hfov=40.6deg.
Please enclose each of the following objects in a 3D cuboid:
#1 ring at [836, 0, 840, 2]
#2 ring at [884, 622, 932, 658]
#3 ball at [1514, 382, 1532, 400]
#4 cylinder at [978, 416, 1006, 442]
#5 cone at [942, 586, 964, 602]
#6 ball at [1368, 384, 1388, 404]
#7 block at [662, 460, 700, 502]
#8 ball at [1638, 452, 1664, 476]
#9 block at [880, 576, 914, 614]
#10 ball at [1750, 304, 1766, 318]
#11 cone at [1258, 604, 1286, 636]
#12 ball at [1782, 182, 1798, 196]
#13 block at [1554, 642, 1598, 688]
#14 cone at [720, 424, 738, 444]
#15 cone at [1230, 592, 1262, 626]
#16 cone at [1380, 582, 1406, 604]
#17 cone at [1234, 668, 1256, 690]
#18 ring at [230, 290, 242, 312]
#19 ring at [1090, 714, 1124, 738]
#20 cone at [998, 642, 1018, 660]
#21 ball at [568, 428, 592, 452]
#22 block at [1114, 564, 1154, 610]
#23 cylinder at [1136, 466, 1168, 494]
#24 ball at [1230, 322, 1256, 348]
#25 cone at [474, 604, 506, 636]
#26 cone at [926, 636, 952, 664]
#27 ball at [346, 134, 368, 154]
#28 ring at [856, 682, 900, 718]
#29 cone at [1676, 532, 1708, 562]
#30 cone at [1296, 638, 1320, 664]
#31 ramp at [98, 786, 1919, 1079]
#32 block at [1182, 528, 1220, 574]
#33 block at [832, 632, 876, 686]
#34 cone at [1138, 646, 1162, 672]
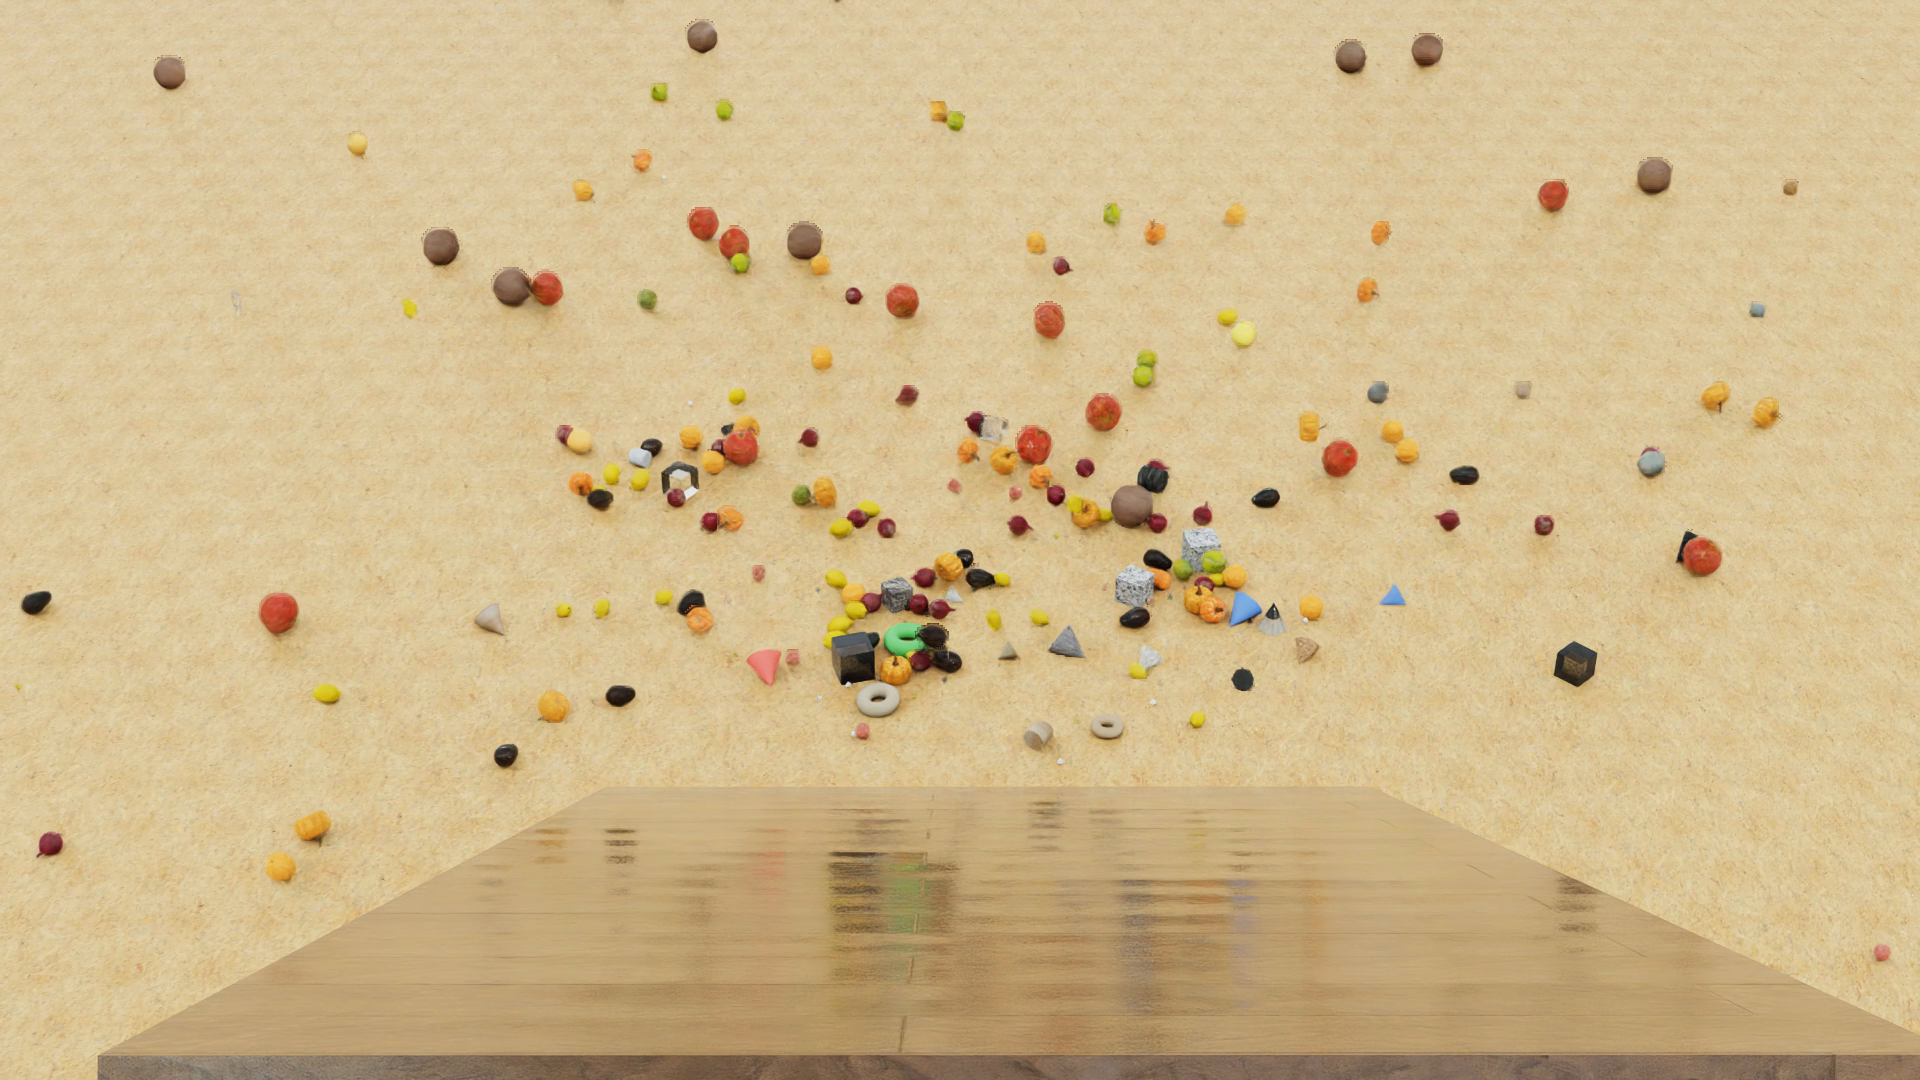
[{"bbox_3d":[-0.555,-2.418,11.431,0.034,0.103,0.103,-28,38,-2],"label":"ring"},{"bbox_3d":[-0.150,0.286,7.426,0.140,0.047,0.140,1,34,-1],"label":"ring"},{"bbox_3d":[1.864,-0.494,8.586,0.056,0.056,0.056,0,34,0],"label":"ball"},{"bbox_3d":[0.104,-0.356,8.365,0.073,0.073,0.073,12,36,17],"label":"cylinder"},{"bbox_3d":[-0.011,0.170,7.617,0.059,0.059,0.059,29,36,-4],"label":"cone"},{"bbox_3d":[1.377,-0.484,8.561,0.068,0.068,0.068,0,34,0],"label":"ball"},{"bbox_3d":[-0.873,-0.184,8.098,0.082,0.082,0.082,19,38,26],"label":"block"},{"bbox_3d":[2.180,-0.240,8.183,0.080,0.080,0.080,0,34,0],"label":"ball"},{"bbox_3d":[-0.184,0.161,7.592,0.069,0.069,0.069,-18,38,-25],"label":"block"},{"bbox_3d":[2.781,-0.799,9.049,0.051,0.051,0.051,0,34,0],"label":"ball"},{"bbox_3d":[0.904,0.215,7.496,0.085,0.085,0.085,0,34,0],"label":"cone"},{"bbox_3d":[3.150,-1.332,9.843,0.056,0.056,0.056,0,34,0],"label":"ball"},{"bbox_3d":[1.732,0.349,7.300,0.080,0.080,0.080,-29,43,-36],"label":"block"},{"bbox_3d":[-0.739,-0.335,8.376,0.056,0.056,0.056,-9,62,-14],"label":"cone"},{"bbox_3d":[0.809,0.217,7.531,0.096,0.096,0.096,28,69,35],"label":"cone"},{"bbox_3d":[1.259,0.173,7.608,0.071,0.071,0.071,-27,34,7],"label":"cone"},{"bbox_3d":[0.807,0.389,7.286,0.065,0.065,0.065,14,3,20],"label":"cone"},{"bbox_3d":[-2.531,-0.835,9.073,0.026,0.078,0.078,-15,37,-19],"label":"ring"},{"bbox_3d":[0.403,0.511,7.103,0.092,0.031,0.092,1,34,-1],"label":"ring"},{"bbox_3d":[0.129,0.326,7.384,0.056,0.056,0.056,-33,39,-1],"label":"cone"},{"bbox_3d":[-1.217,-0.318,8.304,0.077,0.077,0.077,0,34,0],"label":"ball"},{"bbox_3d":[0.512,0.138,7.615,0.083,0.083,0.083,21,39,28],"label":"block"},{"bbox_3d":[0.602,-0.189,8.113,0.073,0.073,0.073,18,38,25],"label":"cylinder"},{"bbox_3d":[0.968,-0.701,8.873,0.083,0.083,0.083,0,34,0],"label":"ball"},{"bbox_3d":[-1.340,0.245,7.493,0.089,0.089,0.089,-31,71,-38],"label":"cone"},{"bbox_3d":[-0.062,0.300,7.379,0.074,0.074,0.074,0,34,0],"label":"cone"},{"bbox_3d":[-2.356,-1.546,10.141,0.081,0.081,0.081,0,34,0],"label":"ball"},{"bbox_3d":[-0.227,0.443,7.191,0.124,0.041,0.124,-3,38,3],"label":"ring"},{"bbox_3d":[2.182,0.039,7.801,0.092,0.092,0.092,-43,47,-11],"label":"cone"},{"bbox_3d":[0.976,0.325,7.379,0.072,0.072,0.072,17,68,24],"label":"cone"},{"bbox_3d":[0.075,0.649,4.780,2.000,0.100,4.000,0,-1,0],"label":"ramp"},{"bbox_3d":[0.721,0.031,7.766,0.093,0.093,0.093,-6,34,-9],"label":"block"},{"bbox_3d":[-0.301,0.333,7.307,0.099,0.099,0.099,-10,35,-14],"label":"block"},{"bbox_3d":[0.524,0.349,7.343,0.072,0.072,0.072,23,67,30],"label":"cone"}]
